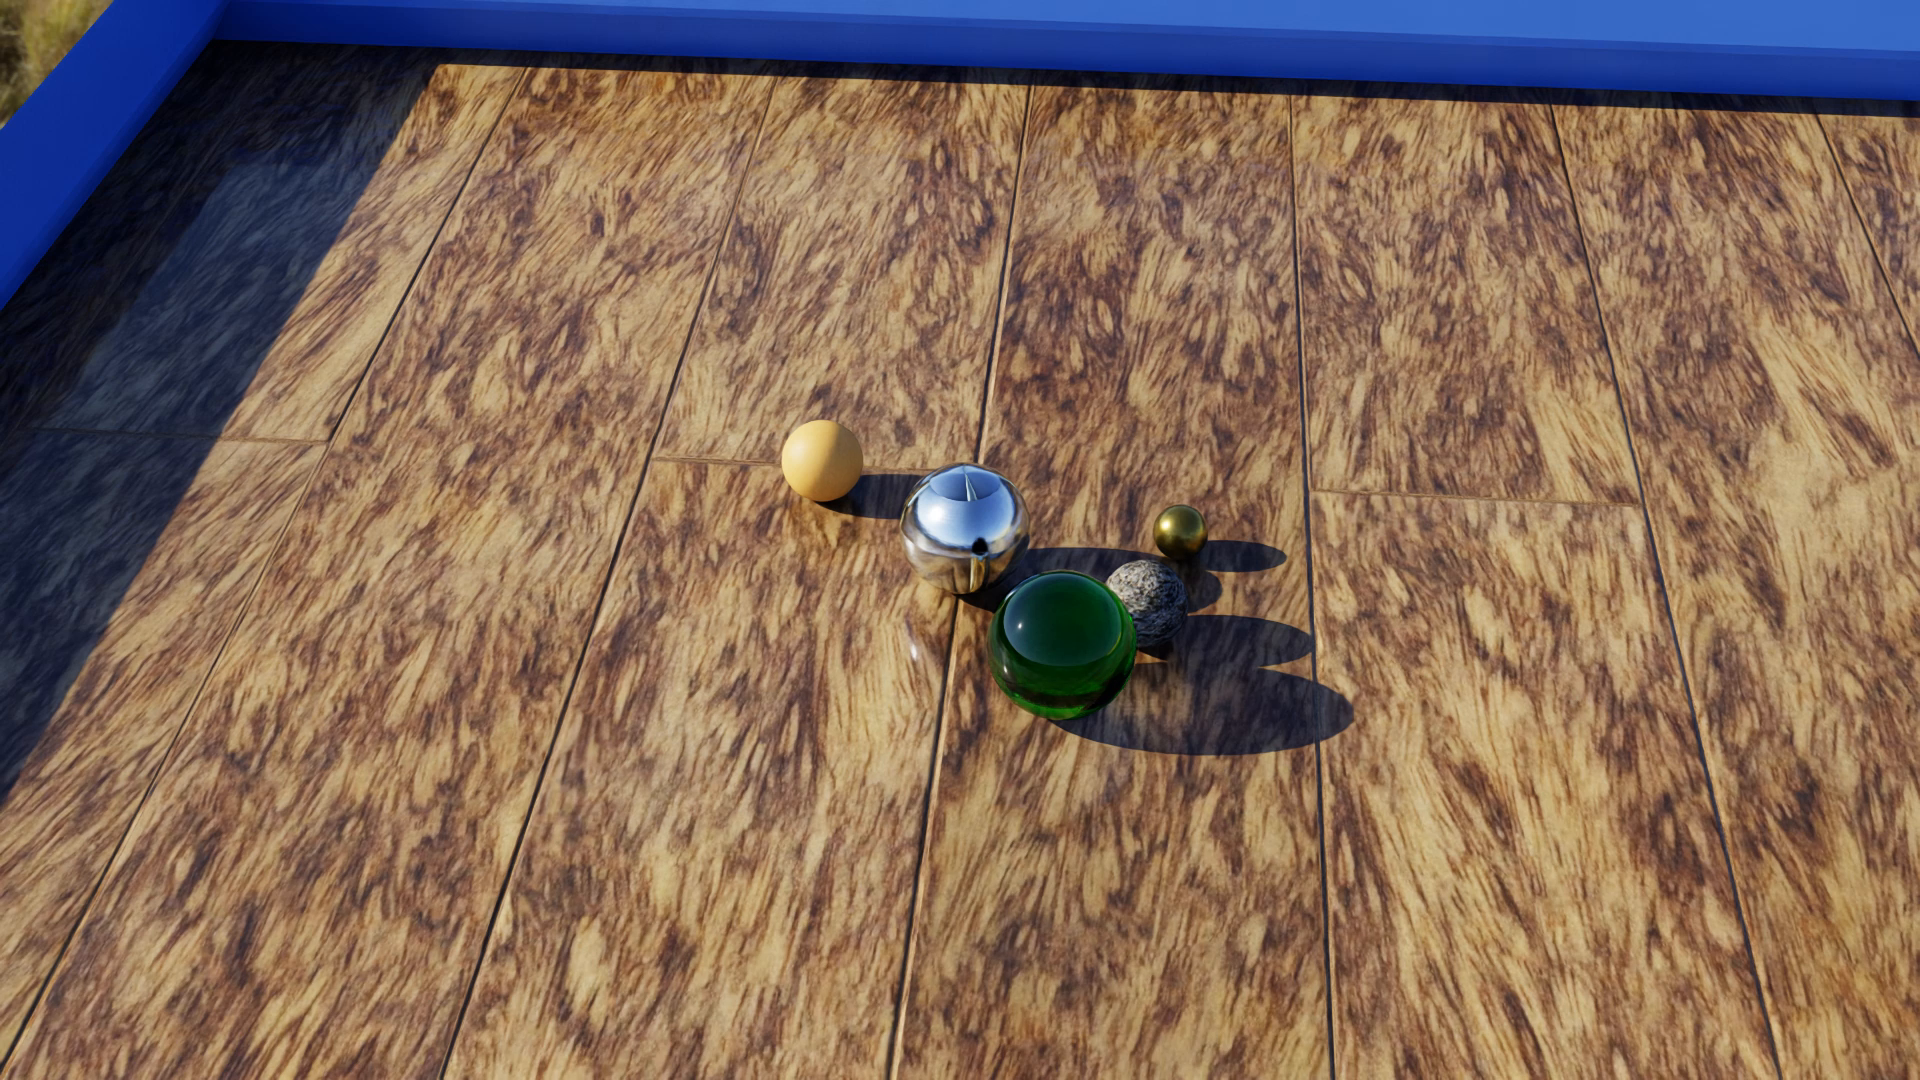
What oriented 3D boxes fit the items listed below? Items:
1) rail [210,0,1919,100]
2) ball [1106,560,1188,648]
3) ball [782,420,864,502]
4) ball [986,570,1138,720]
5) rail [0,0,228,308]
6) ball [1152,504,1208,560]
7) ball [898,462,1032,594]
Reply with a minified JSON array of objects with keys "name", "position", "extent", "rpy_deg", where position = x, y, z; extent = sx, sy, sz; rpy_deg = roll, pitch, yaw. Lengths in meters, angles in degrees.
[{"name":"rail","position":[0.902,-0.466,2.419],"extent":[3.334,0.129,0.045],"rpy_deg":[3,35,4]},{"name":"ball","position":[0.126,0.044,1.758],"extent":[0.061,0.061,0.061],"rpy_deg":[0,35,0]},{"name":"ball","position":[-0.102,-0.059,1.903],"extent":[0.061,0.061,0.061],"rpy_deg":[0,35,0]},{"name":"ball","position":[0.067,0.069,1.688],"extent":[0.099,0.099,0.099],"rpy_deg":[0,35,0]},{"name":"rail","position":[-0.807,-0.064,1.850],"extent":[0.045,0.129,1.726],"rpy_deg":[3,35,4]},{"name":"ball","position":[0.159,-0.006,1.846],"extent":[0.040,0.040,0.040],"rpy_deg":[0,35,0]},{"name":"ball","position":[0.003,-0.008,1.803],"extent":[0.093,0.093,0.093],"rpy_deg":[0,35,0]}]
